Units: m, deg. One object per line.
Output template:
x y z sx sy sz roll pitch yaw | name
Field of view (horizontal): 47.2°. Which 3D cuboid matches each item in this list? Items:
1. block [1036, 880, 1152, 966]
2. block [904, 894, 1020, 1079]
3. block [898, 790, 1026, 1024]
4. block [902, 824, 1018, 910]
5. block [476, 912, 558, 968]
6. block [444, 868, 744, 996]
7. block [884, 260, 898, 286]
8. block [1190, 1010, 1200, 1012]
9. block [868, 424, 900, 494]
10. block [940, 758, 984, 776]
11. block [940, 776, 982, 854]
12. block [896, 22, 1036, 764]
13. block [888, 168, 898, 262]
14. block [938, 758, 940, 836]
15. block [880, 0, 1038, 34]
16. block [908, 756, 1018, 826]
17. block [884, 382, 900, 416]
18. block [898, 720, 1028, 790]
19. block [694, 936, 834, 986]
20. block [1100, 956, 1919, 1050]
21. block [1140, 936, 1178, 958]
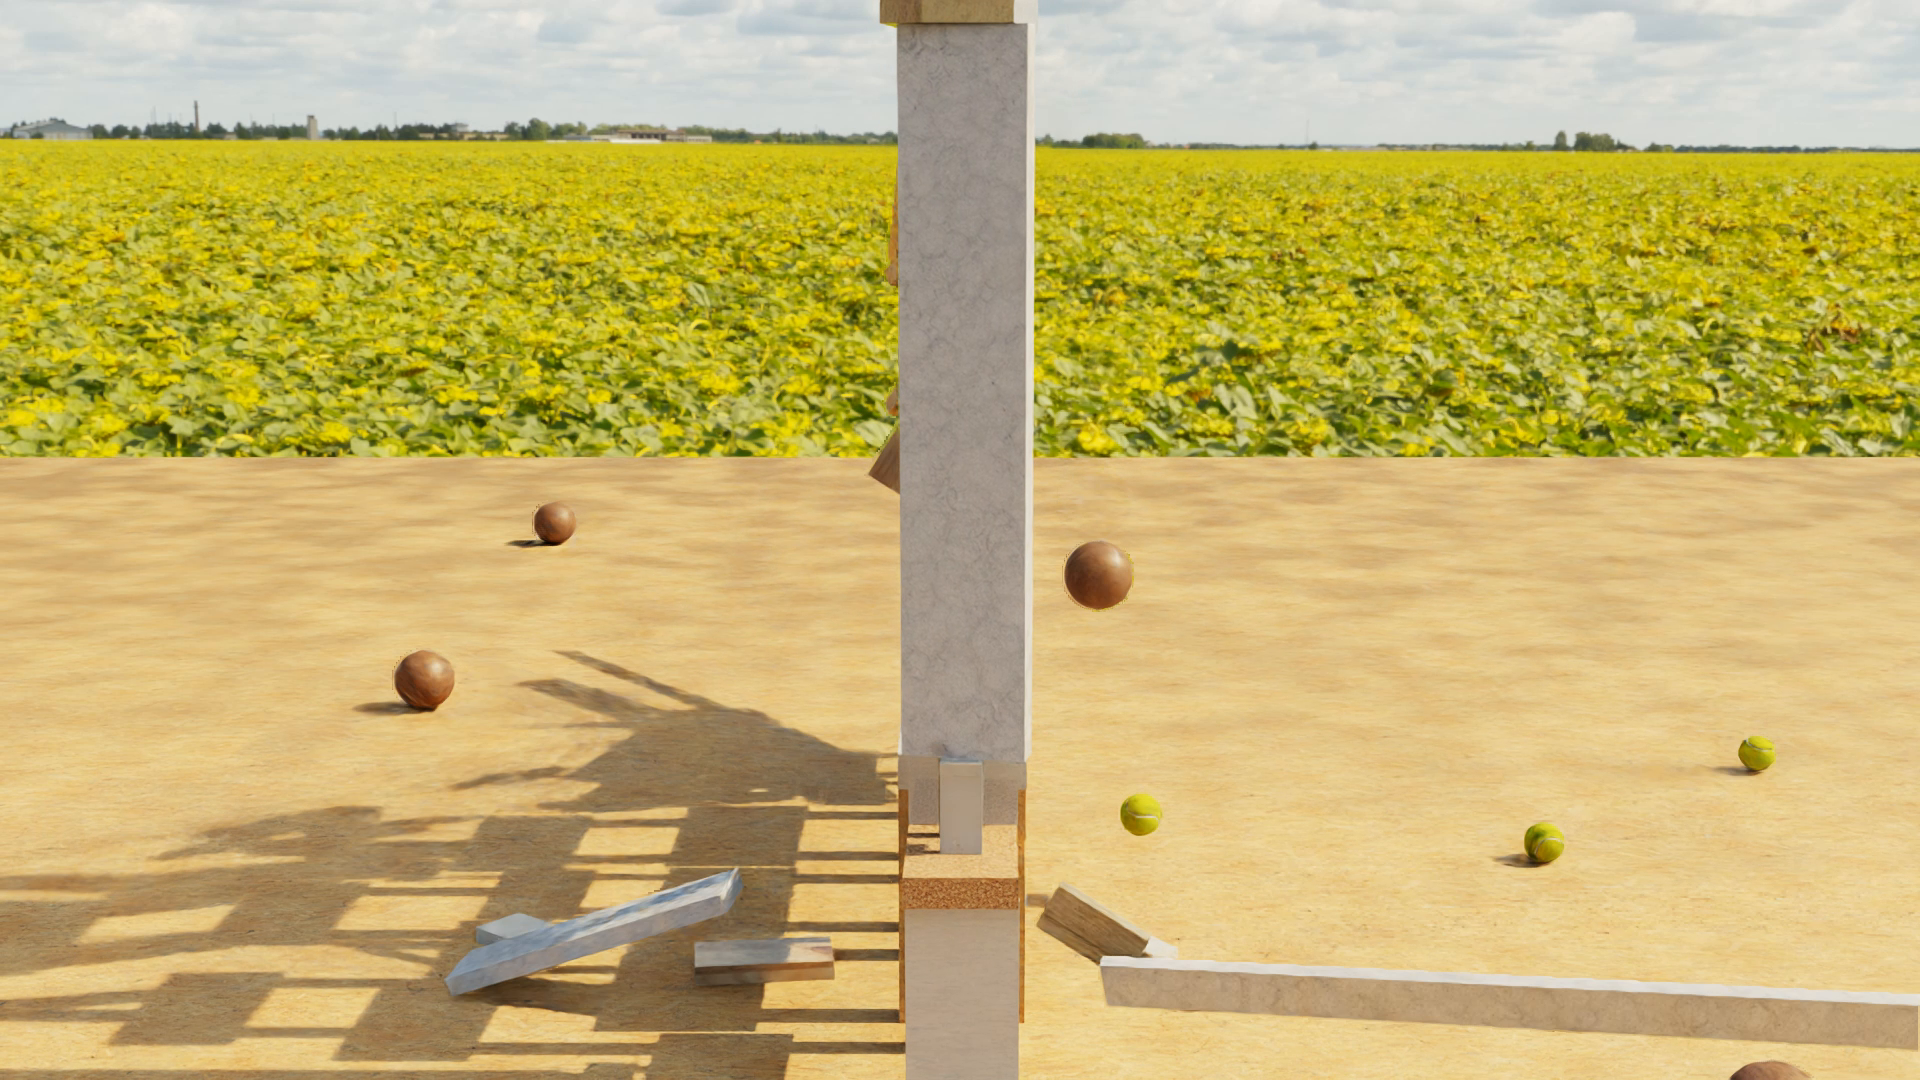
0.171 0.502 2.822 0.134 0.067 0.019 31 20 9 | block
0.003 0.597 2.833 0.145 0.291 0.041 0 11 0 | block
0.003 0.509 3.128 0.178 0.356 0.050 0 11 0 | block
0.003 0.417 2.898 0.145 0.041 0.291 0 11 1 | block
-0.665 0.623 3.426 0.174 0.025 0.087 9 14 39 | block
-0.537 0.576 3.230 0.447 0.029 0.103 -19 10 13 | block
-0.018 -0.513 3.863 0.221 0.031 0.111 -36 -28 33 | block
0.339 0.664 3.229 0.052 0.015 0.103 -4 11 -21 | block
-0.055 -0.148 3.285 0.087 0.174 0.025 33 3 -6 | block
0.004 0.283 2.863 0.054 0.015 0.109 1 11 3 | block
0.002 0.351 2.838 0.054 0.109 0.015 0 11 3 | block
0.008 -0.175 2.762 0.162 0.922 0.046 3 11 13 | block
-0.058 -0.580 3.840 0.116 0.231 0.033 -17 54 -20 | block
0.000 0.339 2.906 0.054 0.109 0.015 2 12 8 | block
0.004 -0.673 2.792 0.162 0.046 0.325 1 11 7 | block
0.005 0.199 2.949 0.147 0.368 0.042 0 11 1 | block
-0.032 -0.317 4.174 0.116 0.231 0.033 16 38 -33 | block
0.003 0.287 3.208 0.178 0.050 0.356 0 11 0 | block
-0.297 0.637 3.333 0.207 0.029 0.104 -1 11 -7 | block
0.768 0.555 2.618 1.226 0.067 0.019 -1 30 18 | block
0.286 0.631 3.411 0.052 0.015 0.103 -7 13 -34 | block
